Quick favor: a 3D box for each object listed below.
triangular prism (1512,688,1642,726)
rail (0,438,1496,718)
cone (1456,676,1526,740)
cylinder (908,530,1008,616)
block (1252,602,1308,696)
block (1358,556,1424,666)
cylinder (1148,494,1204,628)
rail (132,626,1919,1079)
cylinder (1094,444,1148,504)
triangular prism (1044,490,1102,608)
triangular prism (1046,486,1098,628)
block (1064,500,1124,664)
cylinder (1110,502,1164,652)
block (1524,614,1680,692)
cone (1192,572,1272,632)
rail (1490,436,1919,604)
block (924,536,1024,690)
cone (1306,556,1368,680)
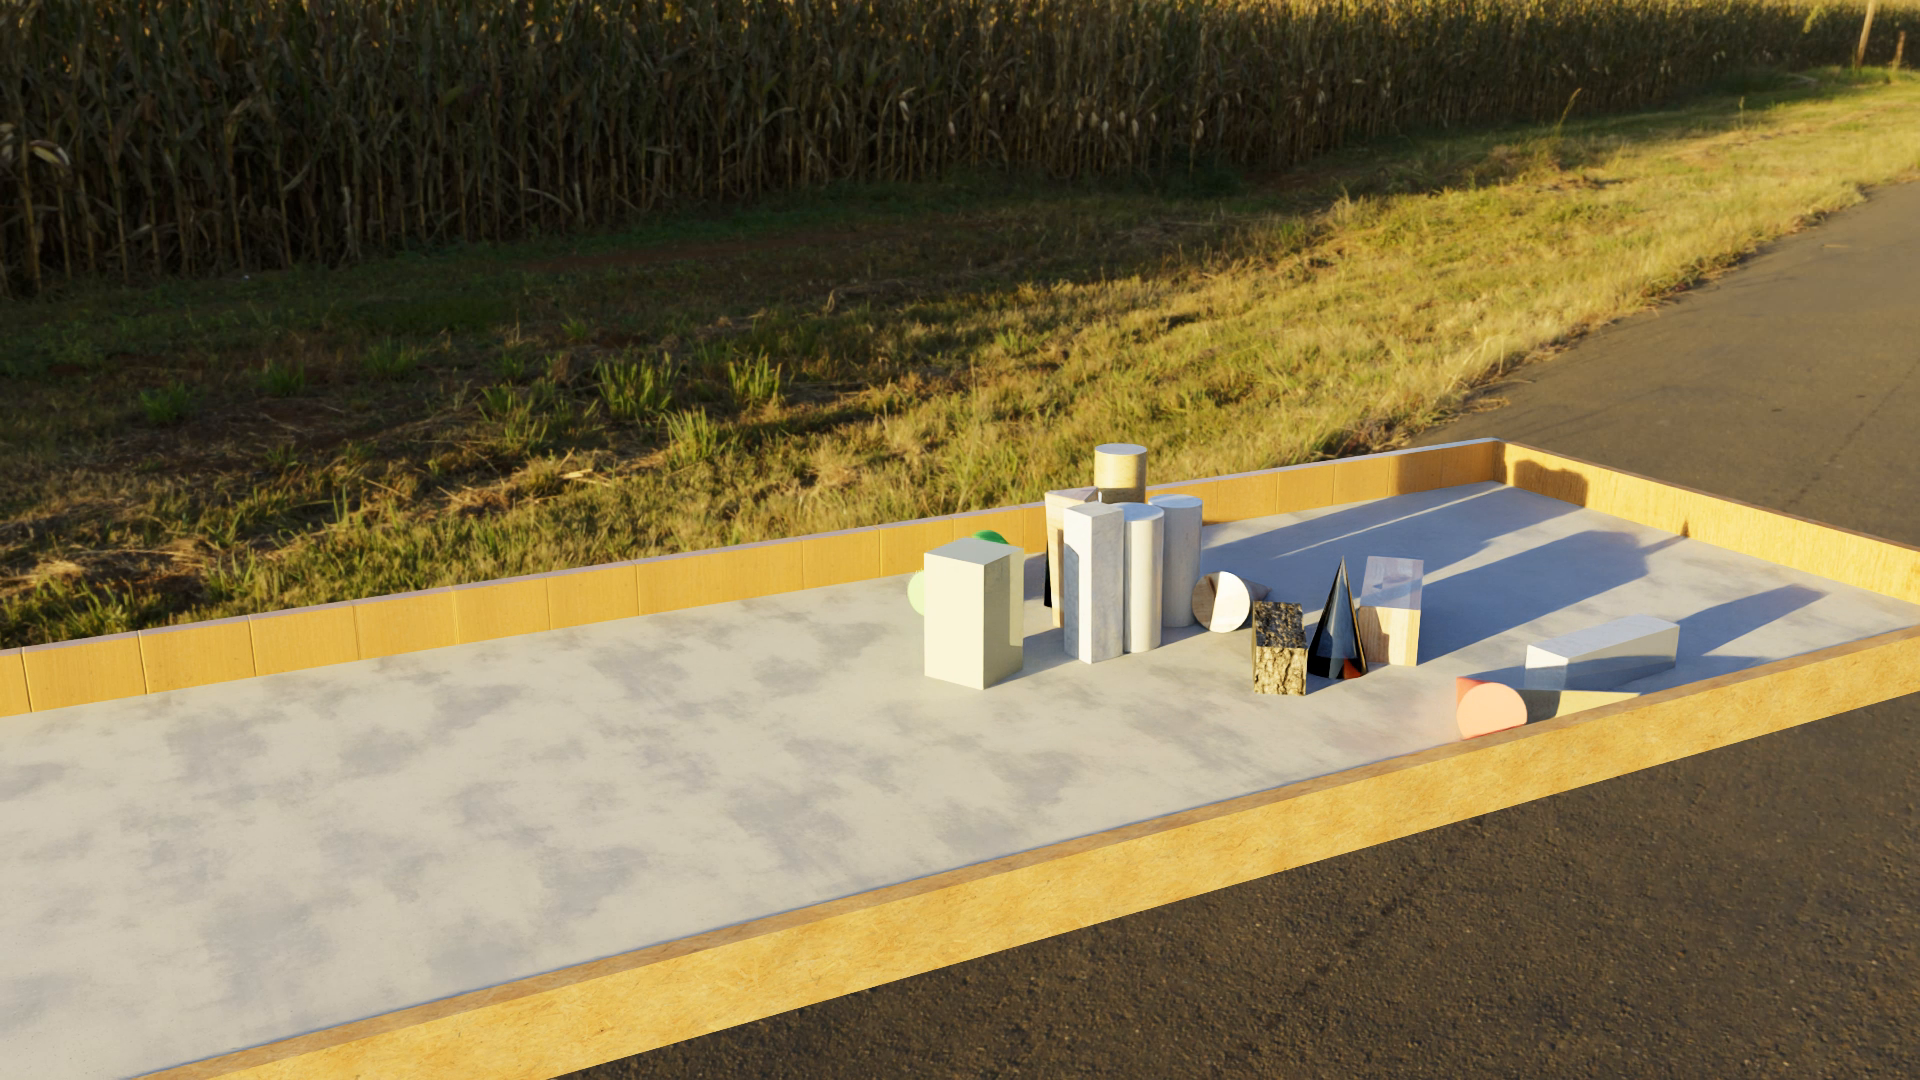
[{"bbox_3d":[1.428,0.393,3.850,0.305,0.090,0.103,2,16,6],"label":"triangular prism"},{"bbox_3d":[-3.305,0.497,3.399,12.000,0.150,0.050,-9,18,-27],"label":"rail"},{"bbox_3d":[1.229,0.372,3.955,0.152,0.152,0.451,2,7,6],"label":"cone"},{"bbox_3d":[0.004,0.095,4.780,0.141,0.141,0.435,7,18,21],"label":"cylinder"},{"bbox_3d":[0.812,0.273,4.210,0.122,0.122,0.353,2,17,8],"label":"block"},{"bbox_3d":[1.164,0.185,4.456,0.152,0.152,0.456,5,17,15],"label":"block"},{"bbox_3d":[0.590,0.056,4.562,0.149,0.340,0.149,0,16,0],"label":"cylinder"},{"bbox_3d":[-2.336,1.006,1.665,12.000,0.150,0.050,-9,18,-27],"label":"rail"},{"bbox_3d":[0.467,-0.065,4.842,0.152,0.414,0.152,0,16,0],"label":"cylinder"},{"bbox_3d":[0.297,0.027,4.663,0.126,0.331,0.145,5,3,41],"label":"triangular prism"},{"bbox_3d":[0.339,0.050,4.486,0.126,0.380,0.145,-18,21,-37],"label":"triangular prism"},{"bbox_3d":[0.346,0.109,4.274,0.108,0.397,0.108,-13,21,-33],"label":"block"},{"bbox_3d":[0.450,0.098,4.371,0.172,0.362,0.172,-1,18,0],"label":"cylinder"},{"bbox_3d":[1.618,0.294,4.150,0.445,0.116,0.116,-10,19,-32],"label":"block"},{"bbox_3d":[0.816,0.156,4.678,0.166,0.166,0.436,9,8,29],"label":"cone"},{"bbox_3d":[2.466,-0.048,5.253,0.050,0.150,2.100,-9,18,-27],"label":"rail"},{"bbox_3d":[0.035,0.182,4.162,0.179,0.324,0.179,11,20,34],"label":"block"},{"bbox_3d":[0.965,0.183,4.195,0.163,0.302,0.163,0,16,0],"label":"cone"}]
